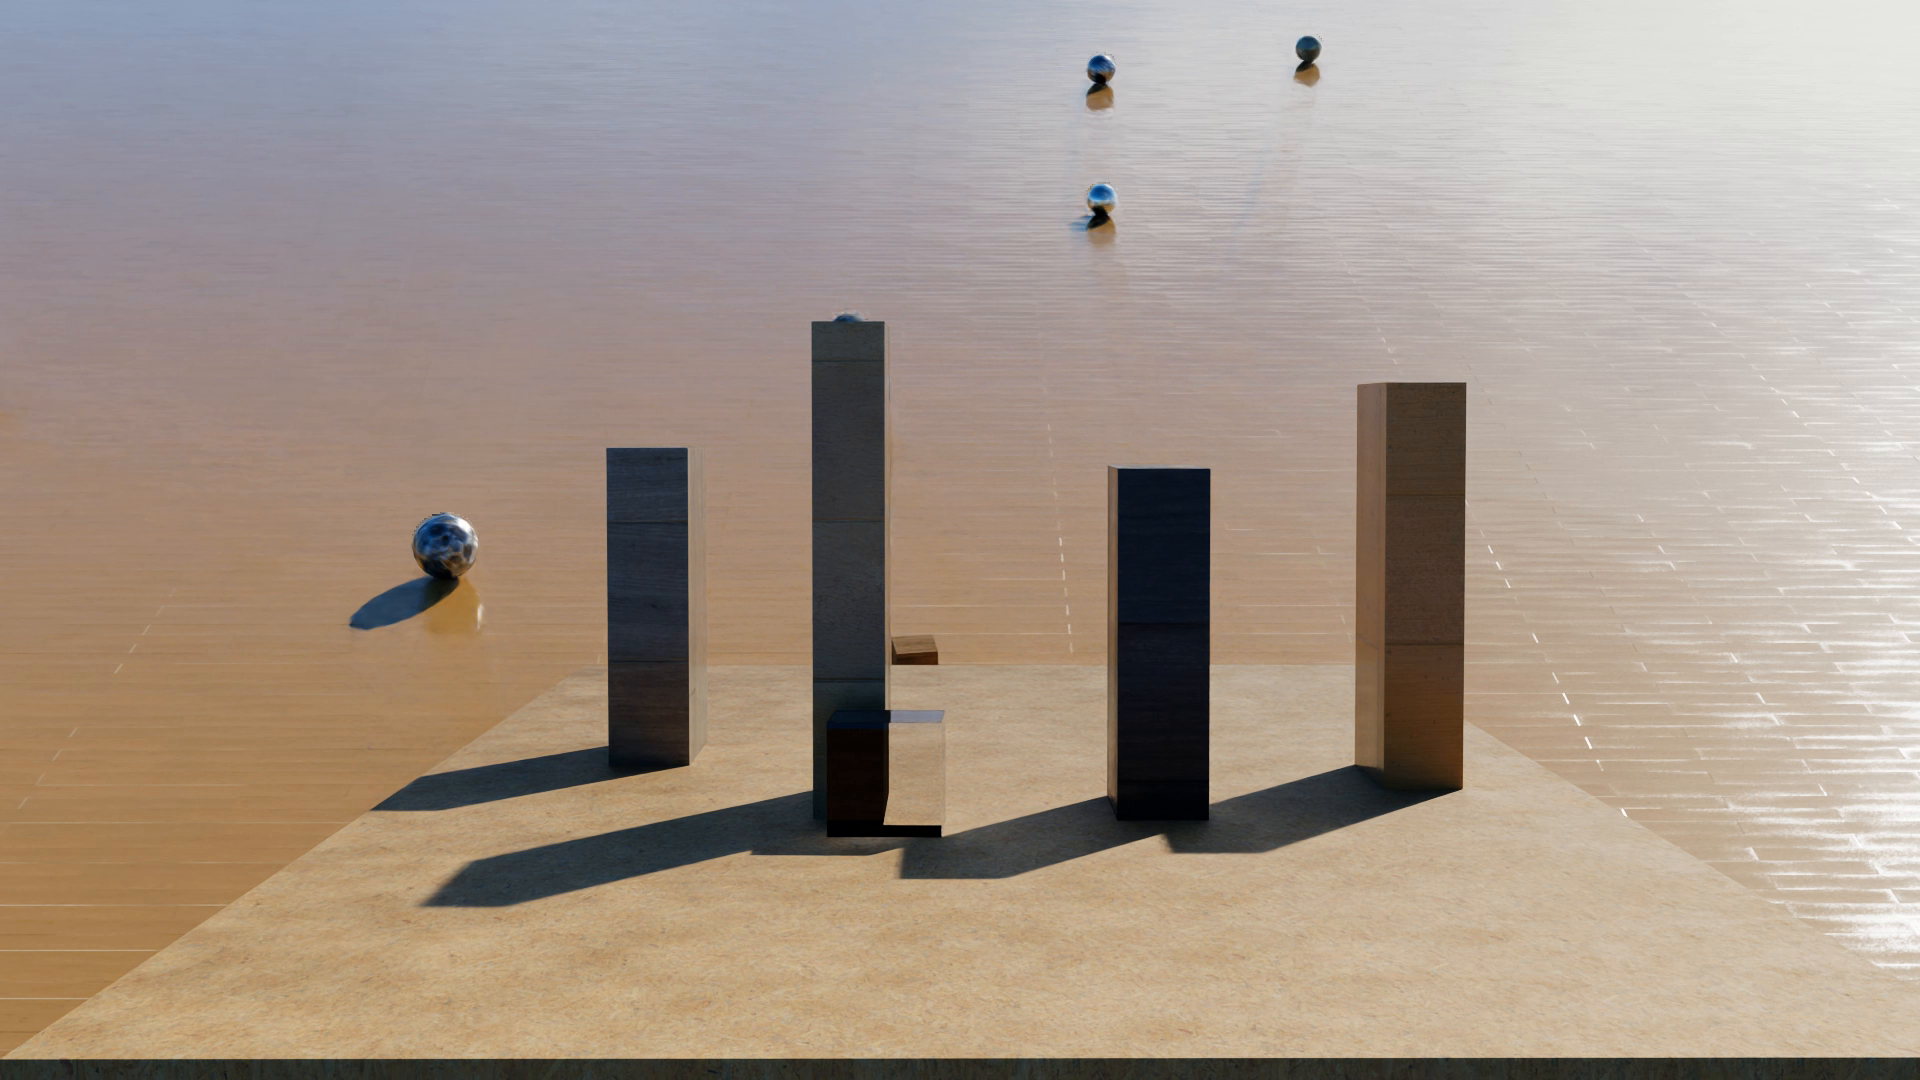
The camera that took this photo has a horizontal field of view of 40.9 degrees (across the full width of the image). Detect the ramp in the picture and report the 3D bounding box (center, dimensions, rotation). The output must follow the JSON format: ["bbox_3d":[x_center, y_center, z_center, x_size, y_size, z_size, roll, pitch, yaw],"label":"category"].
[{"bbox_3d":[0.051,0.464,4.534,2.000,0.100,4.000,0,3,0],"label":"ramp"}]

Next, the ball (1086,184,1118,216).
[{"bbox_3d":[0.604,-1.447,10.938,0.135,0.135,0.135,0,22,0],"label":"ball"}]

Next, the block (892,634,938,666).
[{"bbox_3d":[-0.117,0.317,6.637,0.107,0.107,0.107,-3,22,-8],"label":"block"}]

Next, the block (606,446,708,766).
[{"bbox_3d":[-0.563,0.113,4.812,0.146,0.575,0.341,0,3,0],"label":"block"}]

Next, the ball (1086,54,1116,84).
[{"bbox_3d":[0.733,-2.451,13.383,0.150,0.150,0.150,0,22,0],"label":"ball"}]

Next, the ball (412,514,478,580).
[{"bbox_3d":[-1.454,0.019,7.270,0.183,0.183,0.183,0,22,0],"label":"ball"}]

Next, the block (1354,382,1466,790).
[{"bbox_3d":[0.784,0.071,4.494,0.134,0.688,0.315,0,3,0],"label":"block"}]

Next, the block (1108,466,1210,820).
[{"bbox_3d":[0.317,0.157,4.142,0.144,0.550,0.266,0,3,0],"label":"block"}]

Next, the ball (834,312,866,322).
[{"bbox_3d":[-0.396,-0.747,9.217,0.135,0.135,0.135,0,22,0],"label":"ball"}]

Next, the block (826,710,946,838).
[{"bbox_3d":[-0.111,0.356,3.944,0.172,0.172,0.172,0,3,2],"label":"block"}]

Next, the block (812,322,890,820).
[{"bbox_3d":[-0.174,0.041,4.187,0.114,0.779,0.339,0,3,0],"label":"block"}]

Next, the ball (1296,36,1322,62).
[{"bbox_3d":[1.885,-2.657,13.903,0.142,0.142,0.142,0,22,0],"label":"ball"}]
